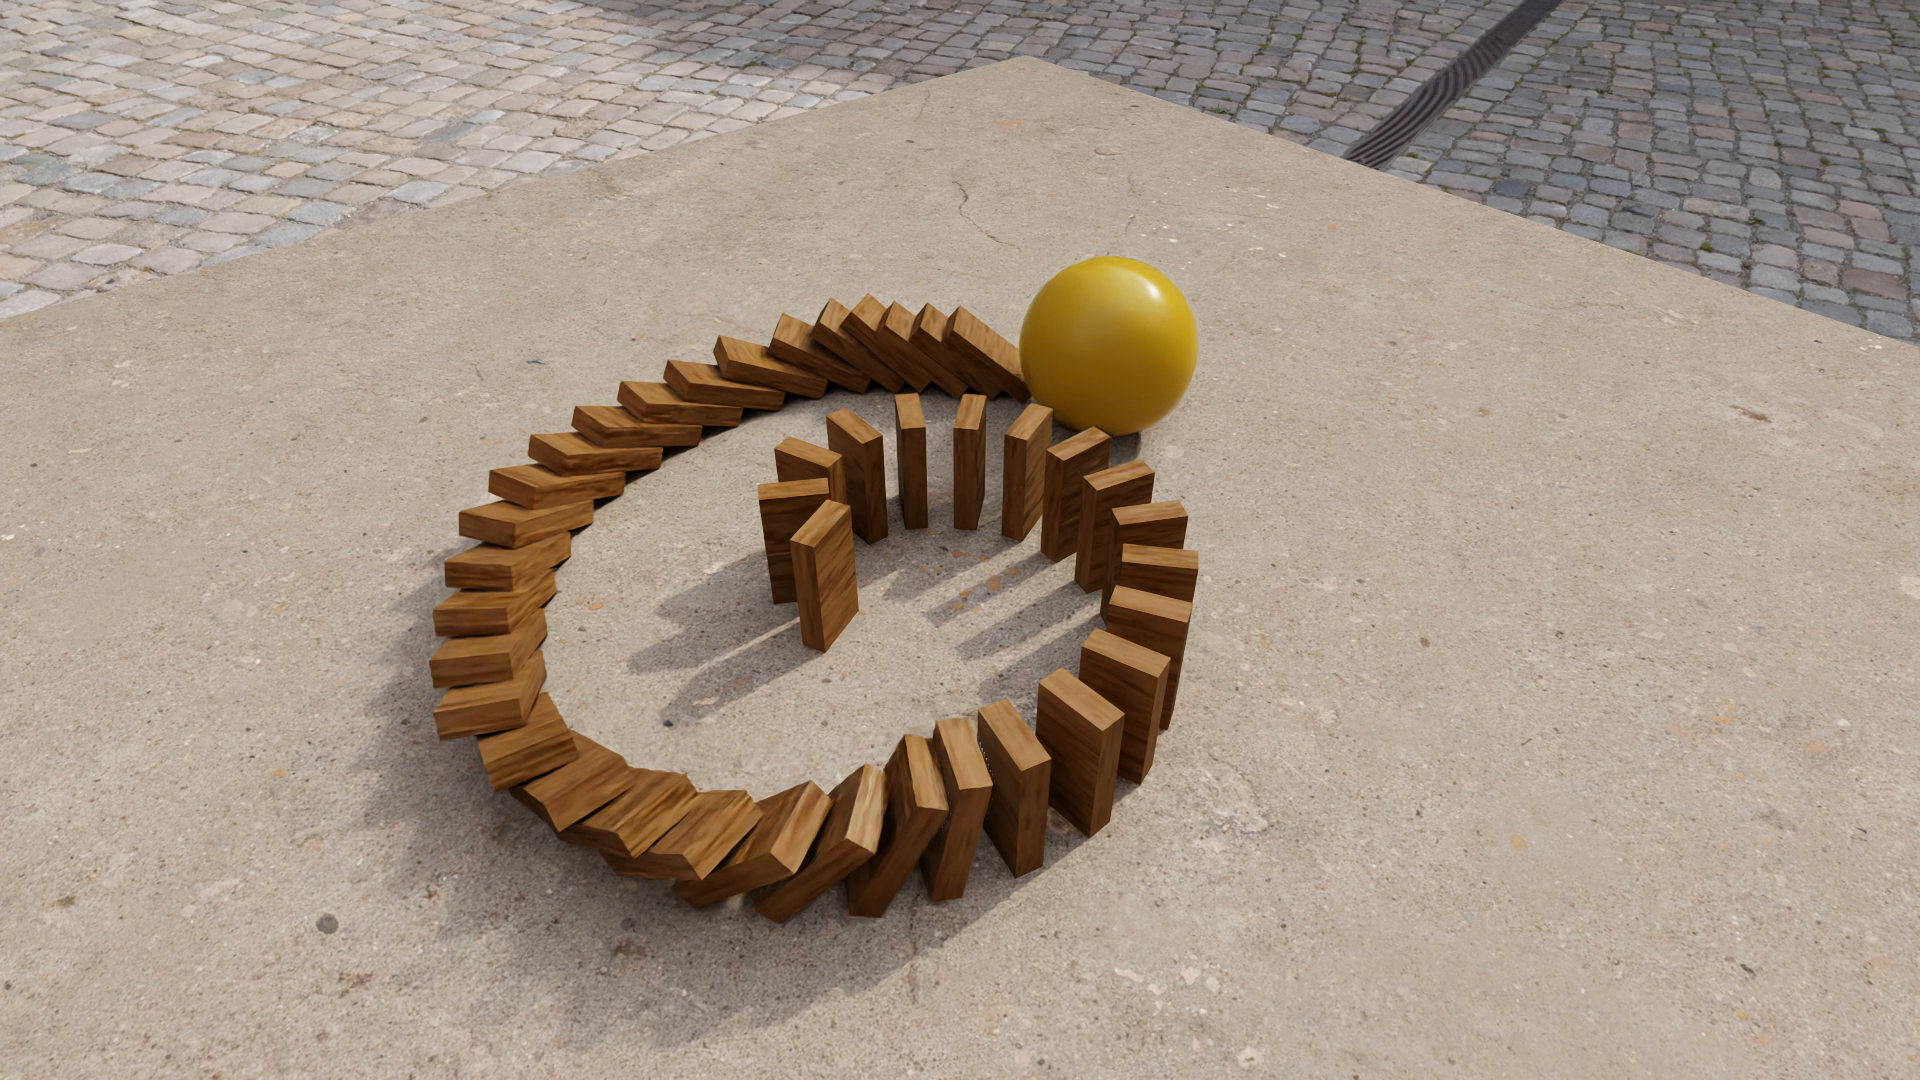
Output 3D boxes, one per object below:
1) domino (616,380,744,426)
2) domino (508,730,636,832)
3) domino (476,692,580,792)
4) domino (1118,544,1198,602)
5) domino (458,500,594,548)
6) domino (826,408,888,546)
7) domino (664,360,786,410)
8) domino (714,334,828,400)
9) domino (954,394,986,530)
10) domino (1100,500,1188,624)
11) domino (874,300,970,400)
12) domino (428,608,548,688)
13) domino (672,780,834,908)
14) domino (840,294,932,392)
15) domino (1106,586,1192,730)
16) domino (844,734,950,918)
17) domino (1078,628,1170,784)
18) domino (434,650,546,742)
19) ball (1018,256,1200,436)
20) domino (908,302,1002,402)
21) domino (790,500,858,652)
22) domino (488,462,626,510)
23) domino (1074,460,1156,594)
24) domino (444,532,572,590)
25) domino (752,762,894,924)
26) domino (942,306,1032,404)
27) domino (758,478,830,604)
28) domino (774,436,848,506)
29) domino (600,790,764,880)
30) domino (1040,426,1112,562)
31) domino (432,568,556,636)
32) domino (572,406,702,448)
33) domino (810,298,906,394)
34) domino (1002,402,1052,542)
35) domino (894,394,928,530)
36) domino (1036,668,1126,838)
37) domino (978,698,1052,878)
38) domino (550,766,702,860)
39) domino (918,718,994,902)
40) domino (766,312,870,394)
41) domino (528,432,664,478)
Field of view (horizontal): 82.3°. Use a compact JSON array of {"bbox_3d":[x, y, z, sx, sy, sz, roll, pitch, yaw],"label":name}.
[{"bbox_3d":[-0.128,-0.062,0.504,0.050,0.010,0.025,-4,32,-46],"label":"domino"},{"bbox_3d":[-0.121,0.072,0.337,0.025,0.009,0.050,-31,19,-32],"label":"domino"},{"bbox_3d":[-0.139,0.063,0.349,0.025,0.009,0.050,-21,16,-24],"label":"domino"},{"bbox_3d":[0.067,0.025,0.381,0.025,0.050,0.009,6,40,7],"label":"domino"},{"bbox_3d":[-0.172,-0.009,0.438,0.025,0.010,0.050,11,15,14],"label":"domino"},{"bbox_3d":[-0.041,-0.025,0.442,0.009,0.050,0.025,-27,47,-29],"label":"domino"},{"bbox_3d":[-0.110,-0.072,0.516,0.050,0.010,0.025,0,31,-41],"label":"domino"},{"bbox_3d":[-0.091,-0.083,0.528,0.050,0.010,0.025,9,32,-32],"label":"domino"},{"bbox_3d":[0.004,-0.031,0.450,0.010,0.050,0.025,6,40,7],"label":"domino"},{"bbox_3d":[0.066,0.010,0.400,0.025,0.050,0.010,-8,40,-9],"label":"domino"},{"bbox_3d":[-0.017,-0.092,0.533,0.050,0.009,0.025,34,36,-18],"label":"domino"},{"bbox_3d":[-0.163,0.037,0.382,0.025,0.010,0.050,-6,14,-7],"label":"domino"},{"bbox_3d":[-0.059,0.087,0.312,0.050,0.010,0.025,-30,21,39],"label":"domino"},{"bbox_3d":[-0.032,-0.097,0.537,0.050,0.009,0.025,40,35,-10],"label":"domino"},{"bbox_3d":[0.060,0.039,0.363,0.025,0.050,0.009,13,41,16],"label":"domino"},{"bbox_3d":[-0.019,0.082,0.312,0.010,0.050,0.025,14,34,-22],"label":"domino"},{"bbox_3d":[0.050,0.053,0.347,0.025,0.050,0.009,21,44,24],"label":"domino"},{"bbox_3d":[-0.155,0.051,0.365,0.025,0.010,0.050,-9,14,-11],"label":"domino"},{"bbox_3d":[0.066,-0.086,0.493,0.080,0.080,0.080,0,39,0],"label":"ball"},{"bbox_3d":[0.000,-0.091,0.532,0.050,0.010,0.025,34,36,-18],"label":"domino"},{"bbox_3d":[-0.048,0.013,0.395,0.010,0.050,0.025,16,42,19],"label":"domino"},{"bbox_3d":[-0.166,-0.024,0.456,0.025,0.009,0.050,19,18,22],"label":"domino"},{"bbox_3d":[0.058,-0.005,0.417,0.025,0.050,0.009,-18,43,-20],"label":"domino"},{"bbox_3d":[-0.171,0.007,0.419,0.025,0.009,0.050,3,14,4],"label":"domino"},{"bbox_3d":[-0.039,0.086,0.310,0.009,0.050,0.025,34,37,-17],"label":"domino"},{"bbox_3d":[0.015,-0.089,0.530,0.050,0.010,0.025,34,36,-18],"label":"domino"},{"bbox_3d":[-0.060,0.001,0.410,0.025,0.050,0.009,-6,40,-7],"label":"domino"},{"bbox_3d":[-0.057,-0.014,0.428,0.025,0.050,0.010,20,43,23],"label":"domino"},{"bbox_3d":[-0.081,0.085,0.318,0.050,0.009,0.025,-16,22,45],"label":"domino"},{"bbox_3d":[0.045,-0.017,0.433,0.025,0.050,0.009,-27,47,-29],"label":"domino"},{"bbox_3d":[-0.168,0.022,0.400,0.025,0.010,0.050,-1,14,-2],"label":"domino"},{"bbox_3d":[-0.143,-0.051,0.489,0.025,0.010,0.050,31,23,32],"label":"domino"},{"bbox_3d":[-0.047,-0.095,0.537,0.050,0.010,0.025,33,37,-17],"label":"domino"},{"bbox_3d":[0.027,-0.027,0.444,0.010,0.050,0.025,18,42,20],"label":"domino"},{"bbox_3d":[-0.020,-0.032,0.450,0.009,0.050,0.025,-6,40,-7],"label":"domino"},{"bbox_3d":[0.035,0.065,0.332,0.009,0.050,0.025,-30,48,-31],"label":"domino"},{"bbox_3d":[0.015,0.073,0.322,0.009,0.050,0.025,-18,43,-21],"label":"domino"},{"bbox_3d":[-0.101,0.080,0.326,0.050,0.009,0.025,-8,25,47],"label":"domino"},{"bbox_3d":[-0.003,0.078,0.316,0.009,0.050,0.025,-2,38,-18],"label":"domino"},{"bbox_3d":[-0.067,-0.091,0.538,0.050,0.010,0.025,22,37,-14],"label":"domino"},{"bbox_3d":[-0.156,-0.038,0.474,0.025,0.010,0.050,26,21,28],"label":"domino"}]
